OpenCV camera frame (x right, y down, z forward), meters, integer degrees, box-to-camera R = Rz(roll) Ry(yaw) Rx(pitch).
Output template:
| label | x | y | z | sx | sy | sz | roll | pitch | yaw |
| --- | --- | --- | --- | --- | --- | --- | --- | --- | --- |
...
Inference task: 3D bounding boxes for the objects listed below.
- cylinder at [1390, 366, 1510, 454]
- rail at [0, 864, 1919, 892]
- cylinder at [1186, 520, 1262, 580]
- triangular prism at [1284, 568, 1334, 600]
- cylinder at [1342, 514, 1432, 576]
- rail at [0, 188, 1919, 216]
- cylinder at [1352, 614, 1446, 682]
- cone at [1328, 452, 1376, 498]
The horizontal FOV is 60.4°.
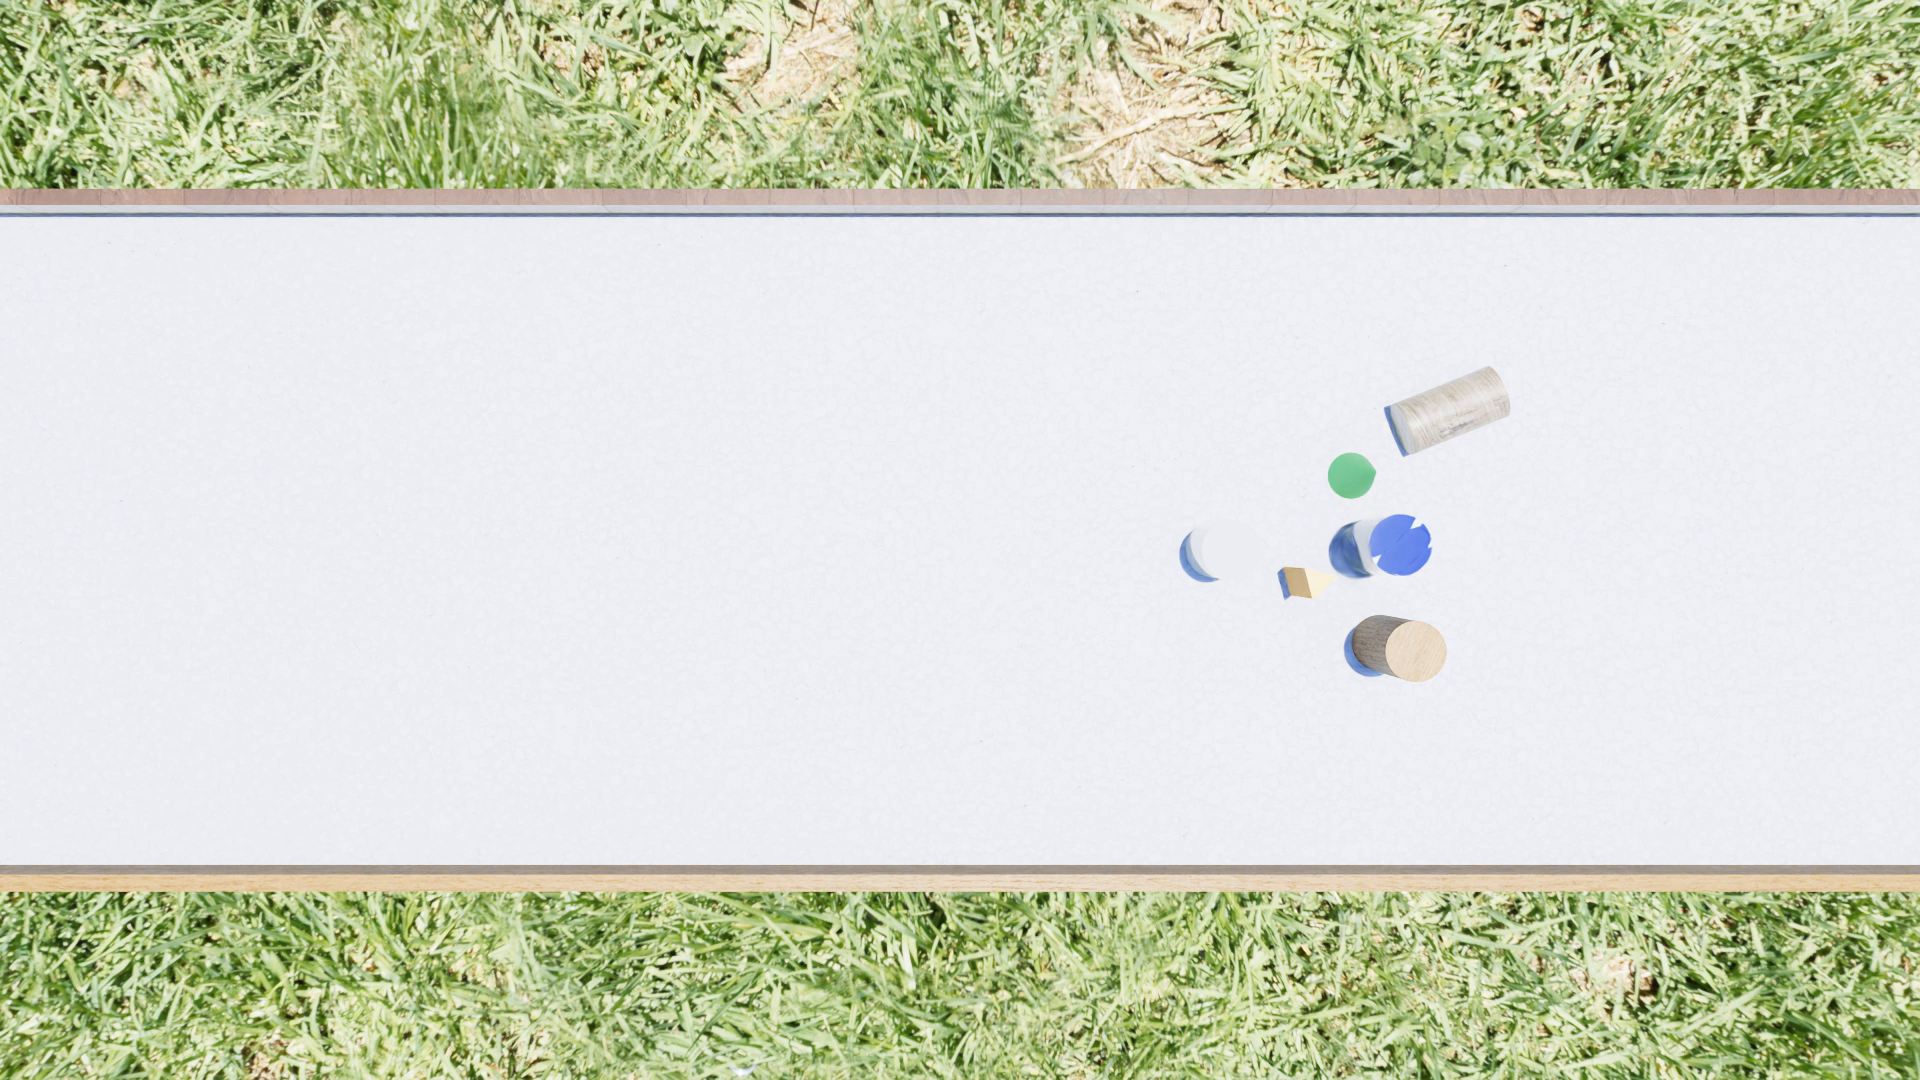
| label | x | y | z | sx | sy | sz | roll | pitch | yaw |
| --- | --- | --- | --- | --- | --- | --- | --- | --- | --- |
| cylinder | 1.483 | -0.392 | 4.994 | 0.309 | 0.165 | 0.165 | -22 | 90 | 0 |
| rail | -2.247 | 1.025 | 5.001 | 12.000 | 0.150 | 0.050 | 0 | 90 | 0 |
| cylinder | 0.780 | 0.030 | 4.909 | 0.172 | 0.335 | 0.172 | 0 | 90 | 0 |
| triangular prism | 1.024 | 0.111 | 4.917 | 0.091 | 0.319 | 0.078 | -44 | 90 | 0 |
| cylinder | 1.257 | 0.017 | 4.869 | 0.177 | 0.407 | 0.177 | 0 | 89 | 3 |
| rail | -2.247 | -1.025 | 5.002 | 12.000 | 0.150 | 0.050 | 0 | 90 | 0 |
| cylinder | 1.292 | 0.317 | 4.874 | 0.174 | 0.405 | 0.174 | 0 | 90 | 0 |
| cone | 1.203 | -0.198 | 4.917 | 0.144 | 0.318 | 0.144 | 0 | 90 | 0 |
